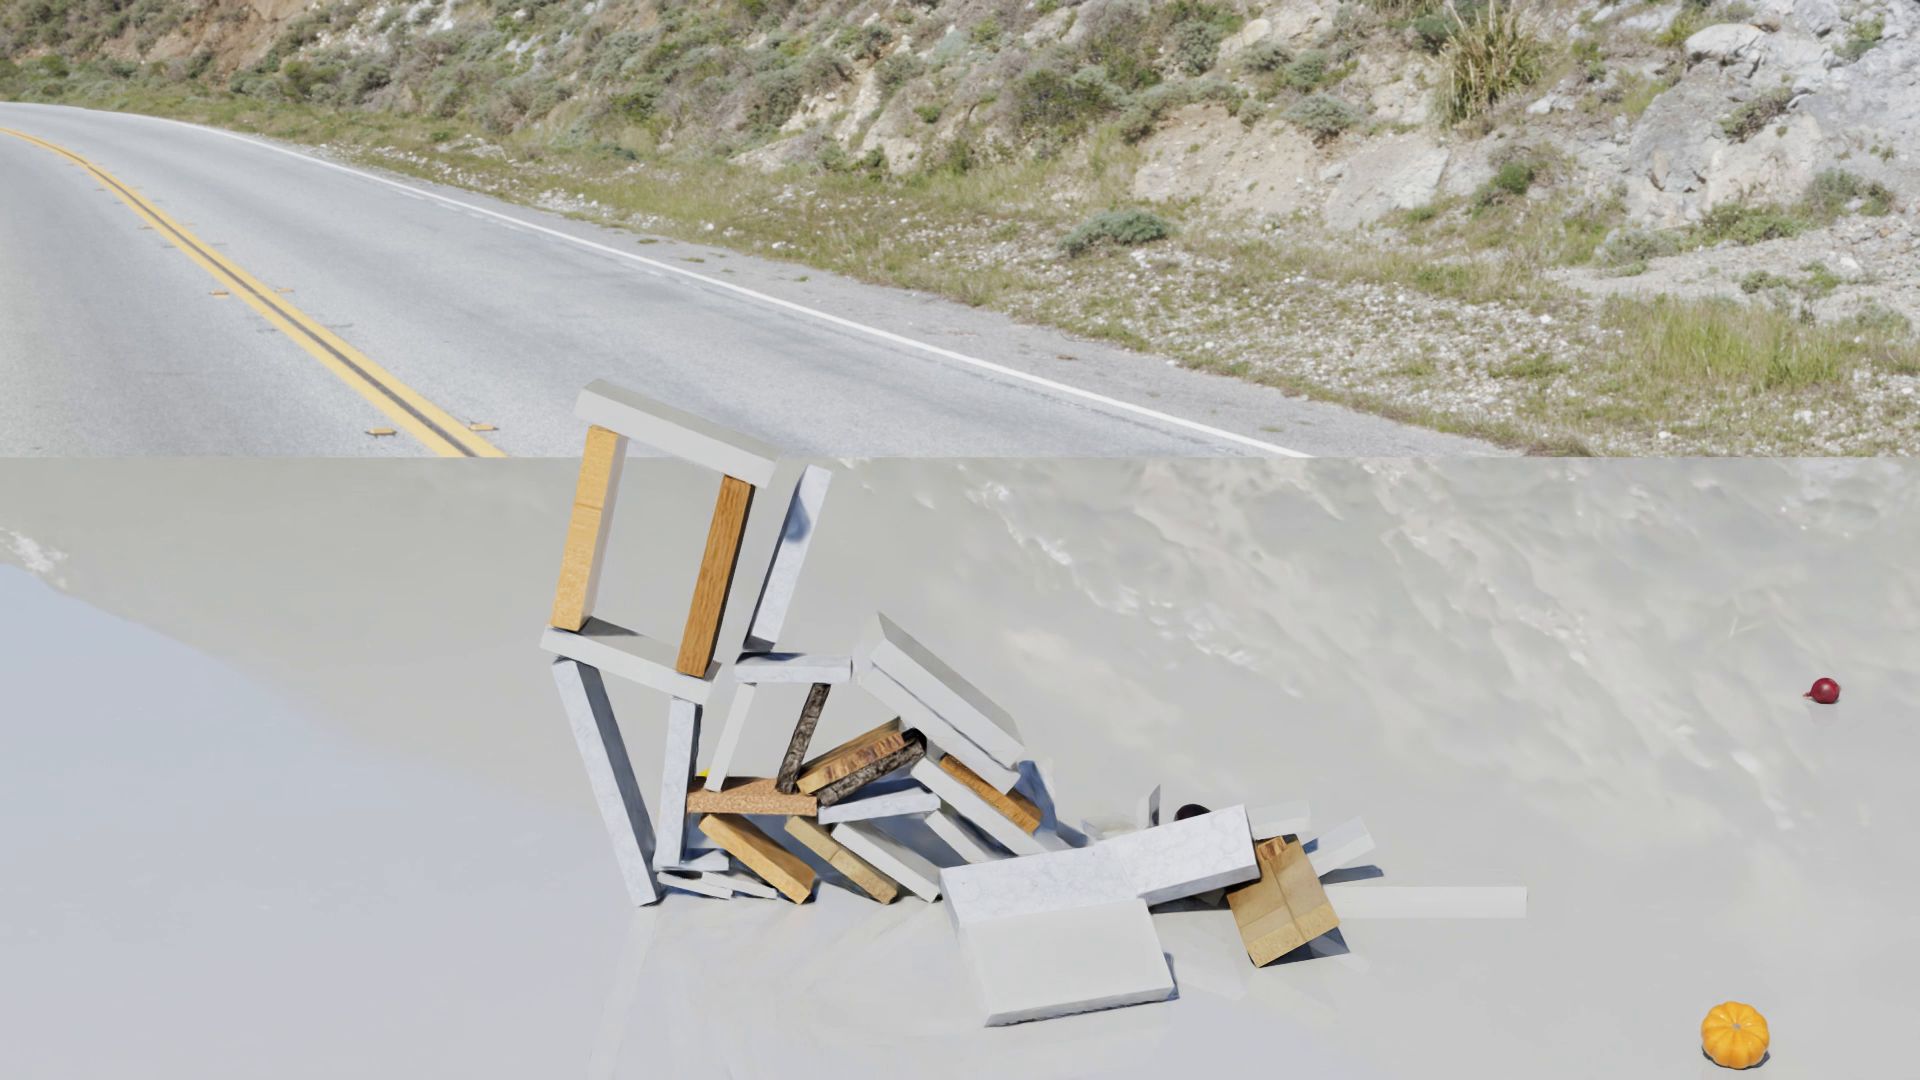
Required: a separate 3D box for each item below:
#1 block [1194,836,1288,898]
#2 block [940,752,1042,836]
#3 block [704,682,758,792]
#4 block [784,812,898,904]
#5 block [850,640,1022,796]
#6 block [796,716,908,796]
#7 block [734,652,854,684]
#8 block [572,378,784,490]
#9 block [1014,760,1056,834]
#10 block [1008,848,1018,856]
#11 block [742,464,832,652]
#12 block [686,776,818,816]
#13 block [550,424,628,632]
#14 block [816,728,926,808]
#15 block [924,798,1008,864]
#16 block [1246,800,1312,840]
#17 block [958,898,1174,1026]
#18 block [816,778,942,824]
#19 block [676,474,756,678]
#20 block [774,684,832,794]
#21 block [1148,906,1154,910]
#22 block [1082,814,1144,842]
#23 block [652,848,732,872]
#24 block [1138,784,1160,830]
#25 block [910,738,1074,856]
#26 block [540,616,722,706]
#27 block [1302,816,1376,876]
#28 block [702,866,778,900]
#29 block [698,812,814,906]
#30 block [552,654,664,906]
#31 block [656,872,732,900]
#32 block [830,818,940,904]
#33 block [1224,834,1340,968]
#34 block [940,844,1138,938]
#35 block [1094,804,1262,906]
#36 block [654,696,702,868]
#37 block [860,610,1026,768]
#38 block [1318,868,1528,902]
[{"bbox_3d":[0.457,0.528,3.648,0.171,0.024,0.086,-29,9,5],"label":"block"},{"bbox_3d":[0.053,0.409,3.634,0.188,0.027,0.094,39,8,1],"label":"block"},{"bbox_3d":[-0.375,0.313,3.619,0.027,0.187,0.094,19,10,-4],"label":"block"},{"bbox_3d":[-0.195,0.515,3.651,0.212,0.030,0.106,38,8,-6],"label":"block"},{"bbox_3d":[-0.040,0.286,3.610,0.312,0.043,0.151,39,8,-17],"label":"block"},{"bbox_3d":[-0.177,0.355,3.620,0.188,0.027,0.094,-26,10,4],"label":"block"},{"bbox_3d":[-0.271,0.210,3.603,0.187,0.027,0.094,1,11,0],"label":"block"},{"bbox_3d":[-0.450,-0.172,3.533,0.324,0.046,0.162,21,9,-4],"label":"block"},{"bbox_3d":[0.113,0.453,3.863,0.036,0.127,0.254,-1,-7,-14],"label":"block"},{"bbox_3d":[0.142,0.548,3.853,0.053,0.015,0.106,-10,14,-43],"label":"block"},{"bbox_3d":[-0.288,0.036,3.657,0.043,0.301,0.151,19,-14,-7],"label":"block"},{"bbox_3d":[-0.340,0.422,3.633,0.211,0.030,0.106,2,11,-1],"label":"block"},{"bbox_3d":[-0.597,-0.029,3.558,0.046,0.324,0.162,13,10,-3],"label":"block"},{"bbox_3d":[-0.145,0.372,3.622,0.188,0.027,0.094,-29,10,5],"label":"block"},{"bbox_3d":[0.025,0.511,3.658,0.202,0.029,0.101,43,8,-7],"label":"block"},{"bbox_3d":[0.494,0.470,3.646,0.171,0.024,0.085,-12,11,11],"label":"block"},{"bbox_3d":[0.153,0.612,3.196,0.288,0.041,0.144,-4,55,-21],"label":"block"},{"bbox_3d":[-0.132,0.430,3.644,0.202,0.029,0.101,-7,11,1],"label":"block"},{"bbox_3d":[-0.393,0.047,3.573,0.046,0.324,0.162,15,10,-2],"label":"block"},{"bbox_3d":[-0.257,0.315,3.619,0.027,0.187,0.094,21,10,-4],"label":"block"},{"bbox_3d":[0.272,0.576,3.613,0.100,0.050,0.014,3,-31,15],"label":"block"},{"bbox_3d":[0.261,0.494,3.762,0.070,0.020,0.180,-6,1,-9],"label":"block"},{"bbox_3d":[-0.445,0.532,3.659,0.126,0.018,0.063,0,11,0],"label":"block"},{"bbox_3d":[0.324,0.497,3.785,0.020,0.140,0.070,4,11,20],"label":"block"},{"bbox_3d":[0.062,0.455,3.645,0.335,0.036,0.127,37,8,-7],"label":"block"},{"bbox_3d":[-0.536,0.189,3.598,0.280,0.040,0.140,20,10,-3],"label":"block"},{"bbox_3d":[0.594,0.527,3.651,0.187,0.027,0.094,-29,9,6],"label":"block"},{"bbox_3d":[-0.365,0.566,3.666,0.126,0.018,0.063,14,10,-3],"label":"block"},{"bbox_3d":[-0.336,0.514,3.650,0.211,0.030,0.106,38,8,-7],"label":"block"},{"bbox_3d":[-0.577,0.384,3.635,0.040,0.424,0.140,-17,10,3],"label":"block"},{"bbox_3d":[-0.439,0.566,3.665,0.126,0.018,0.063,14,10,-3],"label":"block"},{"bbox_3d":[-0.122,0.521,3.659,0.202,0.029,0.101,35,9,-6],"label":"block"},{"bbox_3d":[0.504,0.565,3.511,0.144,0.041,0.364,-29,9,5],"label":"block"},{"bbox_3d":[0.125,0.565,3.494,0.288,0.041,0.144,-7,35,-13],"label":"block"},{"bbox_3d":[0.353,0.520,3.578,0.254,0.036,0.127,-16,41,9],"label":"block"},{"bbox_3d":[-0.463,0.383,3.635,0.040,0.280,0.140,7,10,-1],"label":"block"},{"bbox_3d":[-0.029,0.242,3.586,0.301,0.043,0.151,39,8,-16],"label":"block"},{"bbox_3d":[0.743,0.576,3.670,0.382,0.027,0.094,0,11,0],"label":"block"}]
